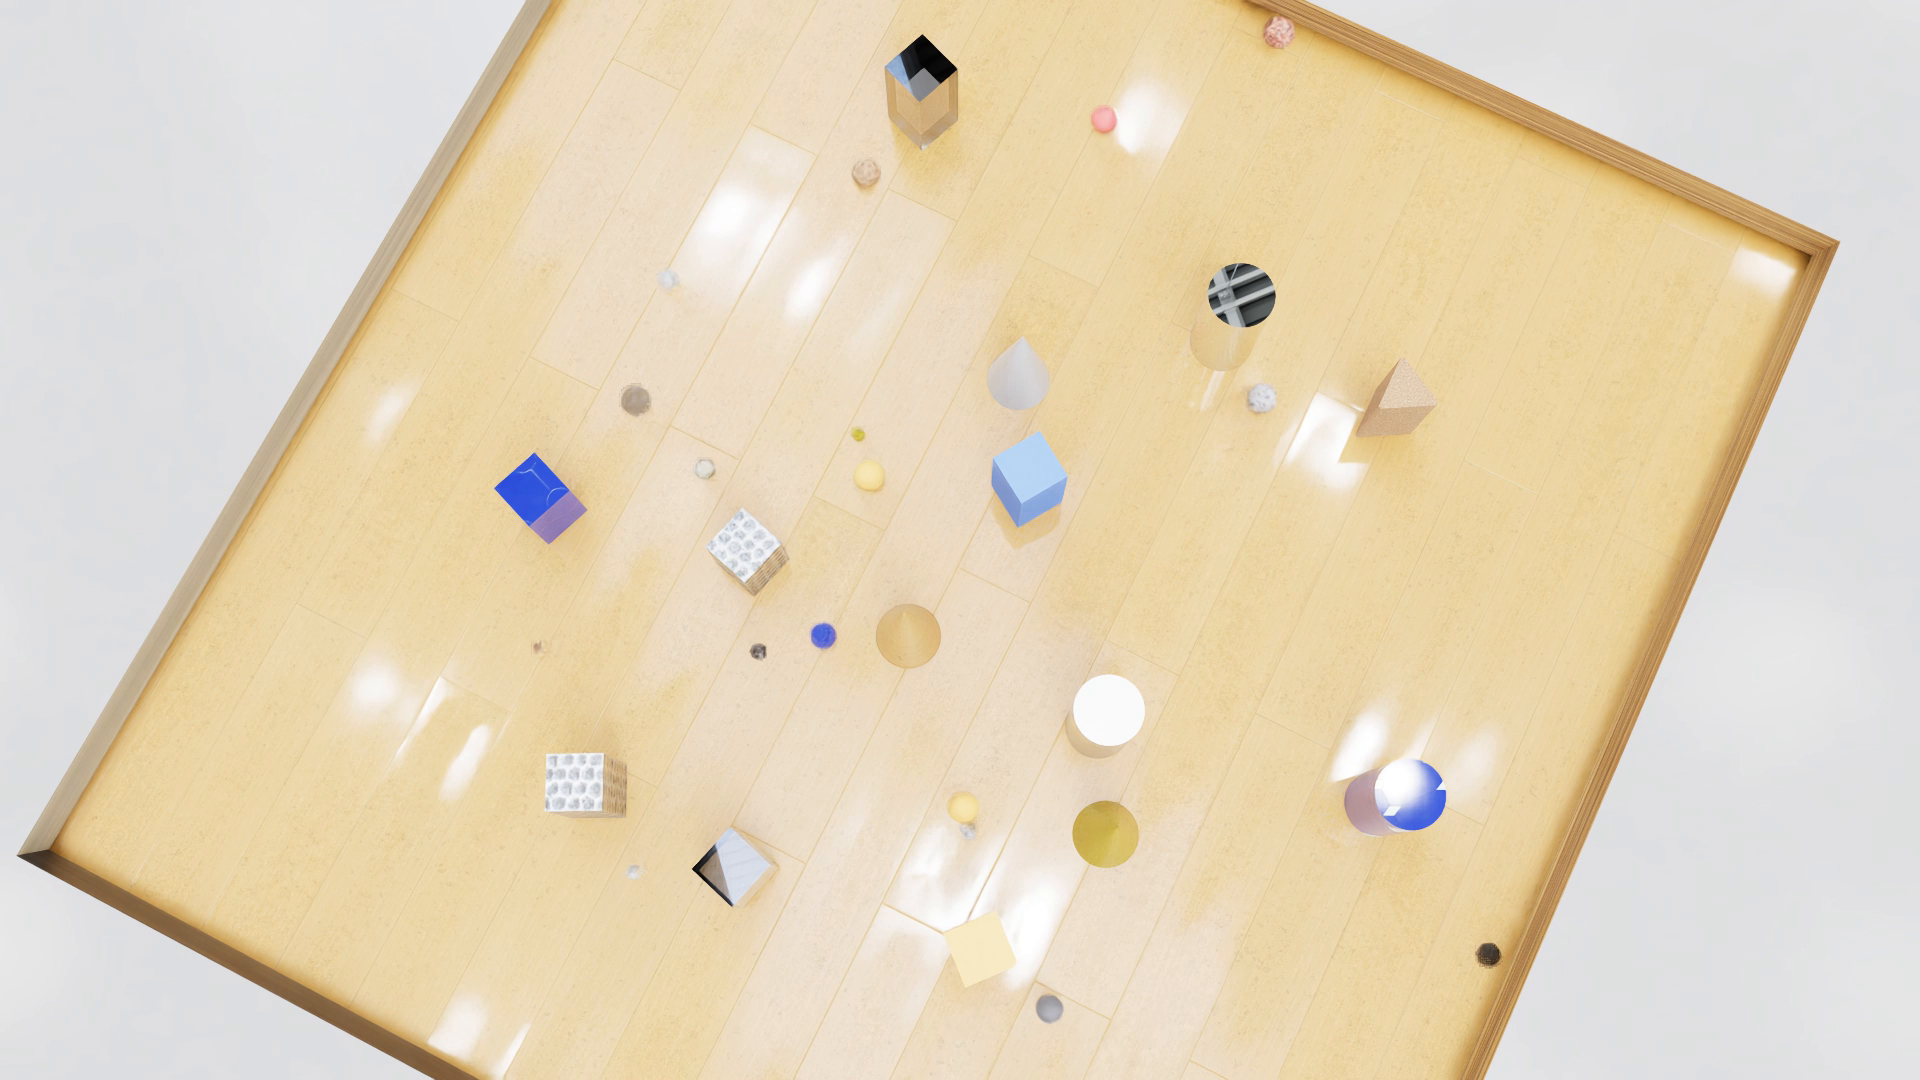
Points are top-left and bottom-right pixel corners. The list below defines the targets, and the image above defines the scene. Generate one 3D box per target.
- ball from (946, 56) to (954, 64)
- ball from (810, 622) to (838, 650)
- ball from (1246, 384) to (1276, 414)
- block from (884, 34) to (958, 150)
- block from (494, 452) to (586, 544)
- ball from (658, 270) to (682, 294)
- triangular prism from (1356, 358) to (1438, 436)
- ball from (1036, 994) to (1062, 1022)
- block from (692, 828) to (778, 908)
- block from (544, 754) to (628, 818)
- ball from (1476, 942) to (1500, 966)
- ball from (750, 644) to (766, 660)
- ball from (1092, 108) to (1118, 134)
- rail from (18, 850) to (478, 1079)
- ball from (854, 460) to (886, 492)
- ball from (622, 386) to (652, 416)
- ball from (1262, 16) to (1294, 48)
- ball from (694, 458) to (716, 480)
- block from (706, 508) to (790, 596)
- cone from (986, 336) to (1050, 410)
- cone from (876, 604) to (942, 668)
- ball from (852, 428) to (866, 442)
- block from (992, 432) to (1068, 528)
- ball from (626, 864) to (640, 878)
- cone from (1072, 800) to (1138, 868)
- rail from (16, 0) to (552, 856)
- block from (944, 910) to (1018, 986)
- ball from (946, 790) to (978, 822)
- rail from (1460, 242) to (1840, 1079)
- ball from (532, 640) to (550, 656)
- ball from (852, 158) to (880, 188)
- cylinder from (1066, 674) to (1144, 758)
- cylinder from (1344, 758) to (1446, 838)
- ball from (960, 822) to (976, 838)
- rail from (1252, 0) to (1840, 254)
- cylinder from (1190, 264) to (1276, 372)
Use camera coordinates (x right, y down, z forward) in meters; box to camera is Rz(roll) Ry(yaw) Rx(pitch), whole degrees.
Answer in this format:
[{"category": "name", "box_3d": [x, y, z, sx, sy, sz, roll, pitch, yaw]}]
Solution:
[{"category": "ball", "box_3d": [-0.052, -1.526, 5.900, 0.064, 0.064, 0.064, 0, 78, 0]}, {"category": "ball", "box_3d": [-0.410, 0.289, 5.516, 0.079, 0.079, 0.079, 0, 78, 0]}, {"category": "ball", "box_3d": [0.930, -0.436, 5.661, 0.090, 0.090, 0.090, 0, 78, 0]}, {"category": "block", "box_3d": [-0.118, -1.392, 5.721, 0.158, 0.360, 0.158, -43, 81, -8]}, {"category": "block", "box_3d": [-1.257, -0.122, 5.506, 0.158, 0.267, 0.158, -43, 81, -8]}, {"category": "ball", "box_3d": [-0.908, -0.810, 5.747, 0.073, 0.073, 0.073, 0, 78, 0]}, {"category": "triangular prism", "box_3d": [1.308, -0.433, 5.539, 0.172, 0.328, 0.149, -4, 78, -1]}, {"category": "ball", "box_3d": [0.257, 1.353, 5.296, 0.080, 0.080, 0.080, 0, 78, 0]}, {"category": "block", "box_3d": [-0.647, 0.949, 5.296, 0.158, 0.244, 0.158, 42, 81, 8]}, {"category": "block", "box_3d": [-1.073, 0.711, 5.278, 0.158, 0.374, 0.158, -1, 78, 0]}, {"category": "ball", "box_3d": [1.538, 1.206, 5.332, 0.069, 0.069, 0.069, 0, 78, 0]}, {"category": "ball", "box_3d": [-0.608, 0.335, 5.522, 0.049, 0.049, 0.049, 0, 78, 0]}, {"category": "ball", "box_3d": [0.461, -1.340, 5.852, 0.082, 0.082, 0.082, 0, 78, 0]}, {"category": "rail", "box_3d": [-0.911, 1.790, 5.179, 4.043, 0.129, 0.045, 26, 80, 5]}, {"category": "ball", "box_3d": [-0.277, -0.195, 5.608, 0.095, 0.095, 0.095, 0, 78, 0]}, {"category": "ball", "box_3d": [-0.999, -0.429, 5.658, 0.094, 0.094, 0.094, 0, 78, 0]}, {"category": "ball", "box_3d": [1.025, -1.637, 5.905, 0.099, 0.099, 0.099, 0, 78, 0]}, {"category": "ball", "box_3d": [-0.784, -0.218, 5.629, 0.063, 0.063, 0.063, 0, 78, 0]}, {"category": "block", "box_3d": [-0.633, 0.040, 5.481, 0.158, 0.250, 0.158, 41, 81, 8]}, {"category": "cone", "box_3d": [0.183, -0.545, 5.506, 0.198, 0.438, 0.198, 0, 78, 0]}, {"category": "cone", "box_3d": [-0.156, 0.244, 5.328, 0.198, 0.466, 0.198, 0, 78, 0]}, {"category": "ball", "box_3d": [-0.312, -0.324, 5.662, 0.043, 0.043, 0.043, 0, 78, 0]}, {"category": "block", "box_3d": [0.205, -0.177, 5.480, 0.158, 0.339, 0.158, -30, 80, -6]}, {"category": "ball", "box_3d": [-0.960, 0.972, 5.394, 0.041, 0.041, 0.041, 0, 78, 0]}, {"category": "cone", "box_3d": [0.432, 0.827, 5.214, 0.198, 0.453, 0.198, 0, 78, 0]}, {"category": "rail", "box_3d": [-1.787, -0.868, 5.730, 0.045, 0.129, 4.120, 26, 80, 5]}, {"category": "block", "box_3d": [0.057, 1.160, 5.210, 0.158, 0.326, 0.158, -22, 79, -4]}, {"category": "ball", "box_3d": [0.006, 0.787, 5.407, 0.092, 0.092, 0.092, 0, 78, 0]}, {"category": "rail", "box_3d": [1.787, 0.882, 5.367, 0.045, 0.129, 4.120, 26, 80, 5]}, {"category": "ball", "box_3d": [-1.262, 0.326, 5.523, 0.051, 0.051, 0.051, 0, 78, 0]}, {"category": "ball", "box_3d": [-0.299, -1.163, 5.811, 0.090, 0.090, 0.090, 0, 78, 0]}, {"category": "cylinder", "box_3d": [0.414, 0.515, 5.296, 0.198, 0.420, 0.198, 0, 78, 0]}, {"category": "cylinder", "box_3d": [1.242, 0.743, 5.253, 0.198, 0.411, 0.198, 0, 78, 0]}, {"category": "ball", "box_3d": [0.023, 0.856, 5.413, 0.051, 0.051, 0.051, 0, 78, 0]}, {"category": "rail", "box_3d": [0.911, -1.777, 5.918, 4.043, 0.129, 0.045, 26, 80, 5]}, {"category": "cylinder", "box_3d": [0.819, -0.667, 5.534, 0.198, 0.432, 0.198, 0, 78, 0]}]
